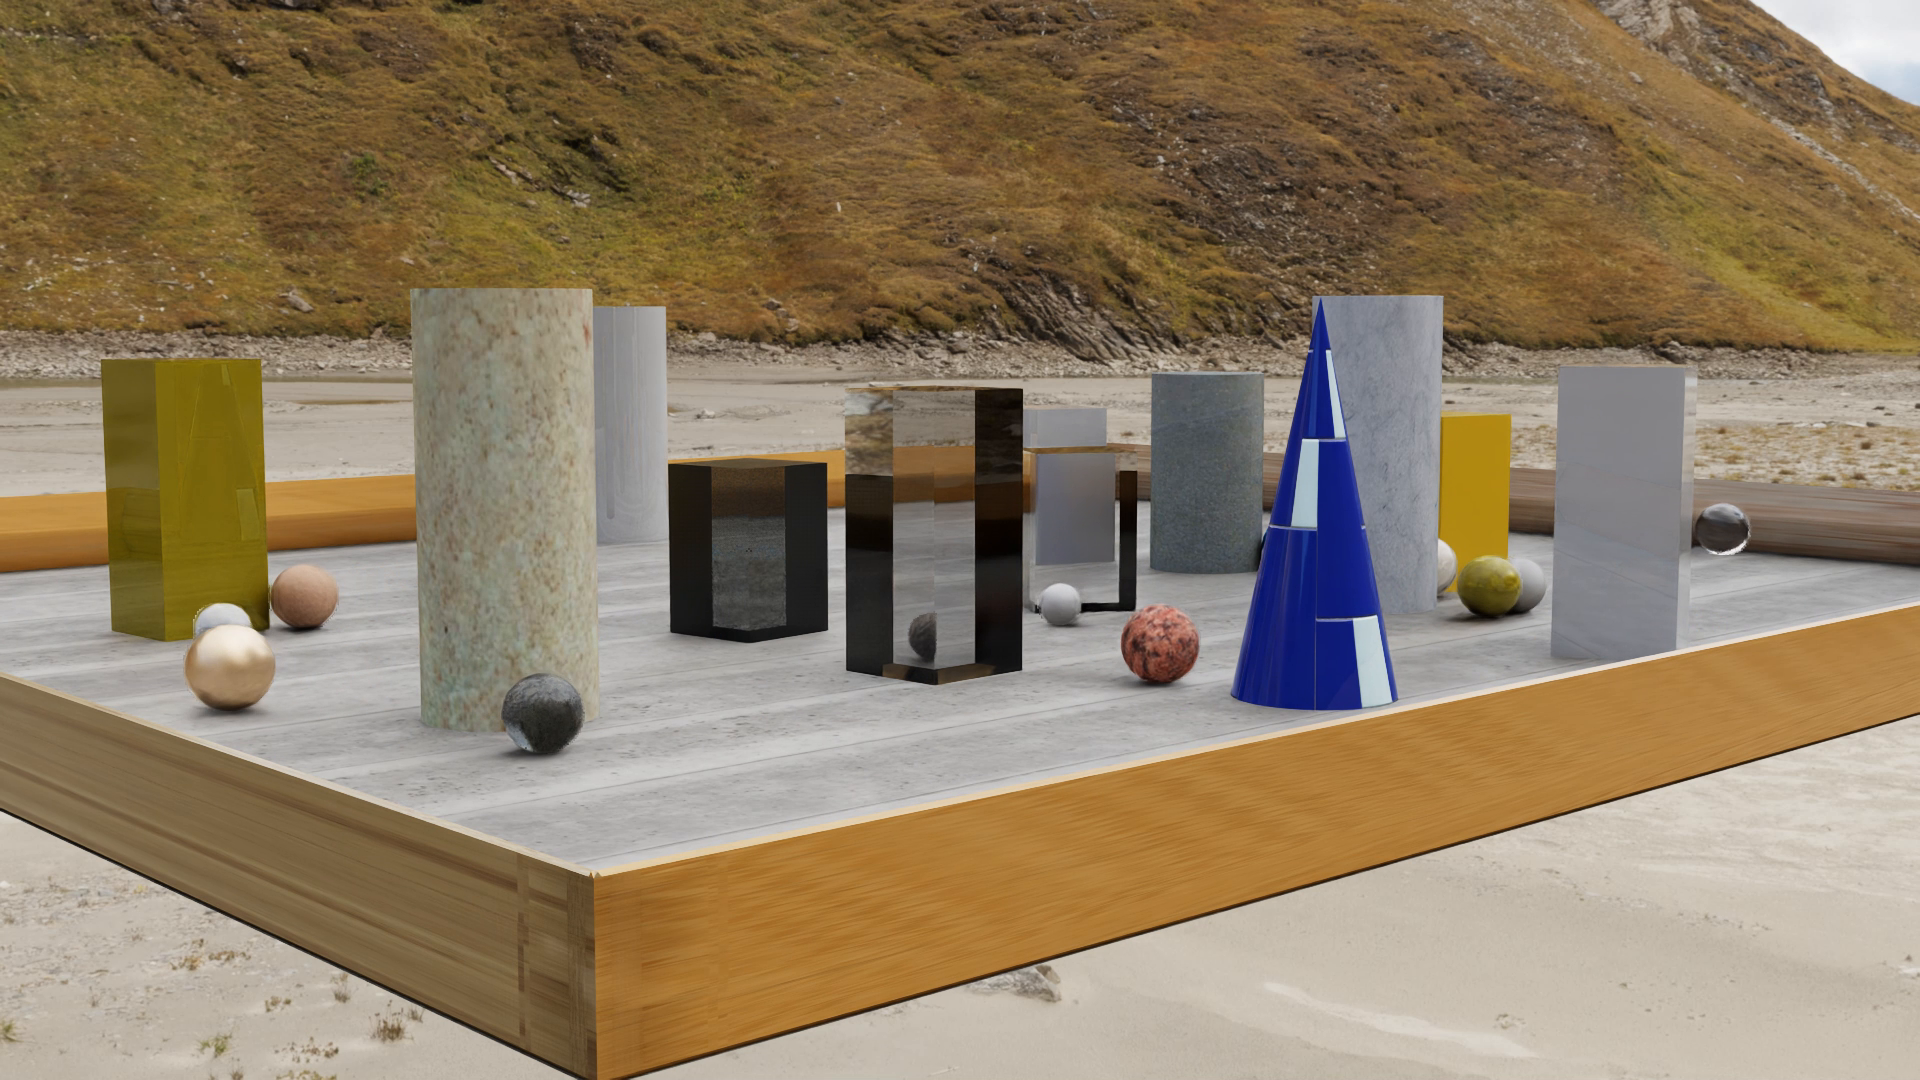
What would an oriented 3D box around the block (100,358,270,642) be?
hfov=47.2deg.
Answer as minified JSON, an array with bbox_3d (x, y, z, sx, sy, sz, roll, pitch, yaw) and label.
[{"bbox_3d":[-1.069,-0.061,3.037,0.154,0.376,0.154,6,8,43],"label":"block"}]

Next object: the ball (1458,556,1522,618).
[{"bbox_3d":[0.764,0.067,3.177,0.090,0.090,0.090,0,6,0],"label":"ball"}]

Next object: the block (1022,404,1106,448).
[{"bbox_3d":[0.159,-0.106,3.970,0.154,0.268,0.154,-3,7,-26],"label":"block"}]

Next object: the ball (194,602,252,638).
[{"bbox_3d":[-0.944,0.115,2.819,0.070,0.070,0.070,0,6,0],"label":"ball"}]

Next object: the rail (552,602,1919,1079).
[{"bbox_3d":[0.931,0.138,2.329,3.141,0.125,0.045,-6,8,-42],"label":"rail"}]

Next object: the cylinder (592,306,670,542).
[{"bbox_3d":[-0.665,-0.228,4.275,0.192,0.448,0.192,0,6,0],"label":"cylinder"}]

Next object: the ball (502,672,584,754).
[{"bbox_3d":[-0.419,0.174,2.210,0.080,0.080,0.080,0,6,0],"label":"ball"}]

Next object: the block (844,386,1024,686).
[{"bbox_3d":[-0.032,-0.012,2.698,0.154,0.348,0.154,6,8,44],"label":"block"}]

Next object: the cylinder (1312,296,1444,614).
[{"bbox_3d":[0.621,-0.132,3.292,0.192,0.463,0.192,0,6,0],"label":"cylinder"}]

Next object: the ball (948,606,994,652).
[{"bbox_3d":[0.015,0.116,2.858,0.060,0.060,0.060,0,6,0],"label":"ball"}]

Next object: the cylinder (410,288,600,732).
[{"bbox_3d":[-0.493,-0.039,2.391,0.192,0.465,0.192,0,6,0],"label":"cylinder"}]

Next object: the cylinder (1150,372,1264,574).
[{"bbox_3d":[0.424,-0.119,3.780,0.192,0.335,0.192,0,6,0],"label":"cylinder"}]

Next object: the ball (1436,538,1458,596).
[{"bbox_3d":[0.724,0.041,3.409,0.094,0.094,0.094,0,6,0],"label":"ball"}]

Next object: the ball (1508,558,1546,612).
[{"bbox_3d":[0.823,0.066,3.238,0.079,0.079,0.079,0,6,0],"label":"ball"}]

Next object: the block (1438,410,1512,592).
[{"bbox_3d":[0.775,-0.066,3.551,0.154,0.276,0.154,-4,7,-34],"label":"block"}]

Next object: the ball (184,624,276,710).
[{"bbox_3d":[-0.810,0.141,2.443,0.096,0.096,0.096,0,6,0],"label":"ball"}]

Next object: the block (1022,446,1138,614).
[{"bbox_3d":[0.170,-0.018,3.299,0.154,0.235,0.154,-1,6,-11],"label":"block"}]

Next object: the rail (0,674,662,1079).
[{"bbox_3d":[-1.137,0.142,2.289,0.045,0.125,2.792,-6,8,-42],"label":"rail"}]

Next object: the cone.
[{"bbox_3d":[0.409,-0.049,2.518,0.192,0.459,0.192,0,6,0],"label":"cone"}]

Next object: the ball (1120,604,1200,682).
[{"bbox_3d":[0.239,0.123,2.625,0.094,0.094,0.094,0,6,0],"label":"ball"}]

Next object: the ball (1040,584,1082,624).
[{"bbox_3d":[0.142,0.091,3.106,0.059,0.059,0.059,0,6,0],"label":"ball"}]

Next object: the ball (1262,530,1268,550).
[{"bbox_3d":[0.560,0.008,3.745,0.089,0.089,0.089,0,6,0],"label":"ball"}]

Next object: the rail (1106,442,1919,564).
[{"bbox_3d":[1.137,-0.077,4.375,0.045,0.125,2.792,-6,8,-42],"label":"rail"}]

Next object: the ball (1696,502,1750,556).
[{"bbox_3d":[1.383,-0.020,3.985,0.095,0.095,0.095,0,6,0],"label":"ball"}]

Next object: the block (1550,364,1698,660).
[{"bbox_3d":[0.861,-0.040,2.849,0.154,0.372,0.154,3,7,24],"label":"block"}]

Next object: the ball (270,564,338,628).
[{"bbox_3d":[-0.915,0.079,3.066,0.090,0.090,0.090,0,6,0],"label":"ball"}]

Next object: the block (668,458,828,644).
[{"bbox_3d":[-0.291,0.011,3.031,0.154,0.234,0.154,5,8,39],"label":"block"}]

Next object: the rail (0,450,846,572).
[{"bbox_3d":[-0.931,-0.073,4.335,3.141,0.125,0.045,-6,8,-42],"label":"rail"}]
